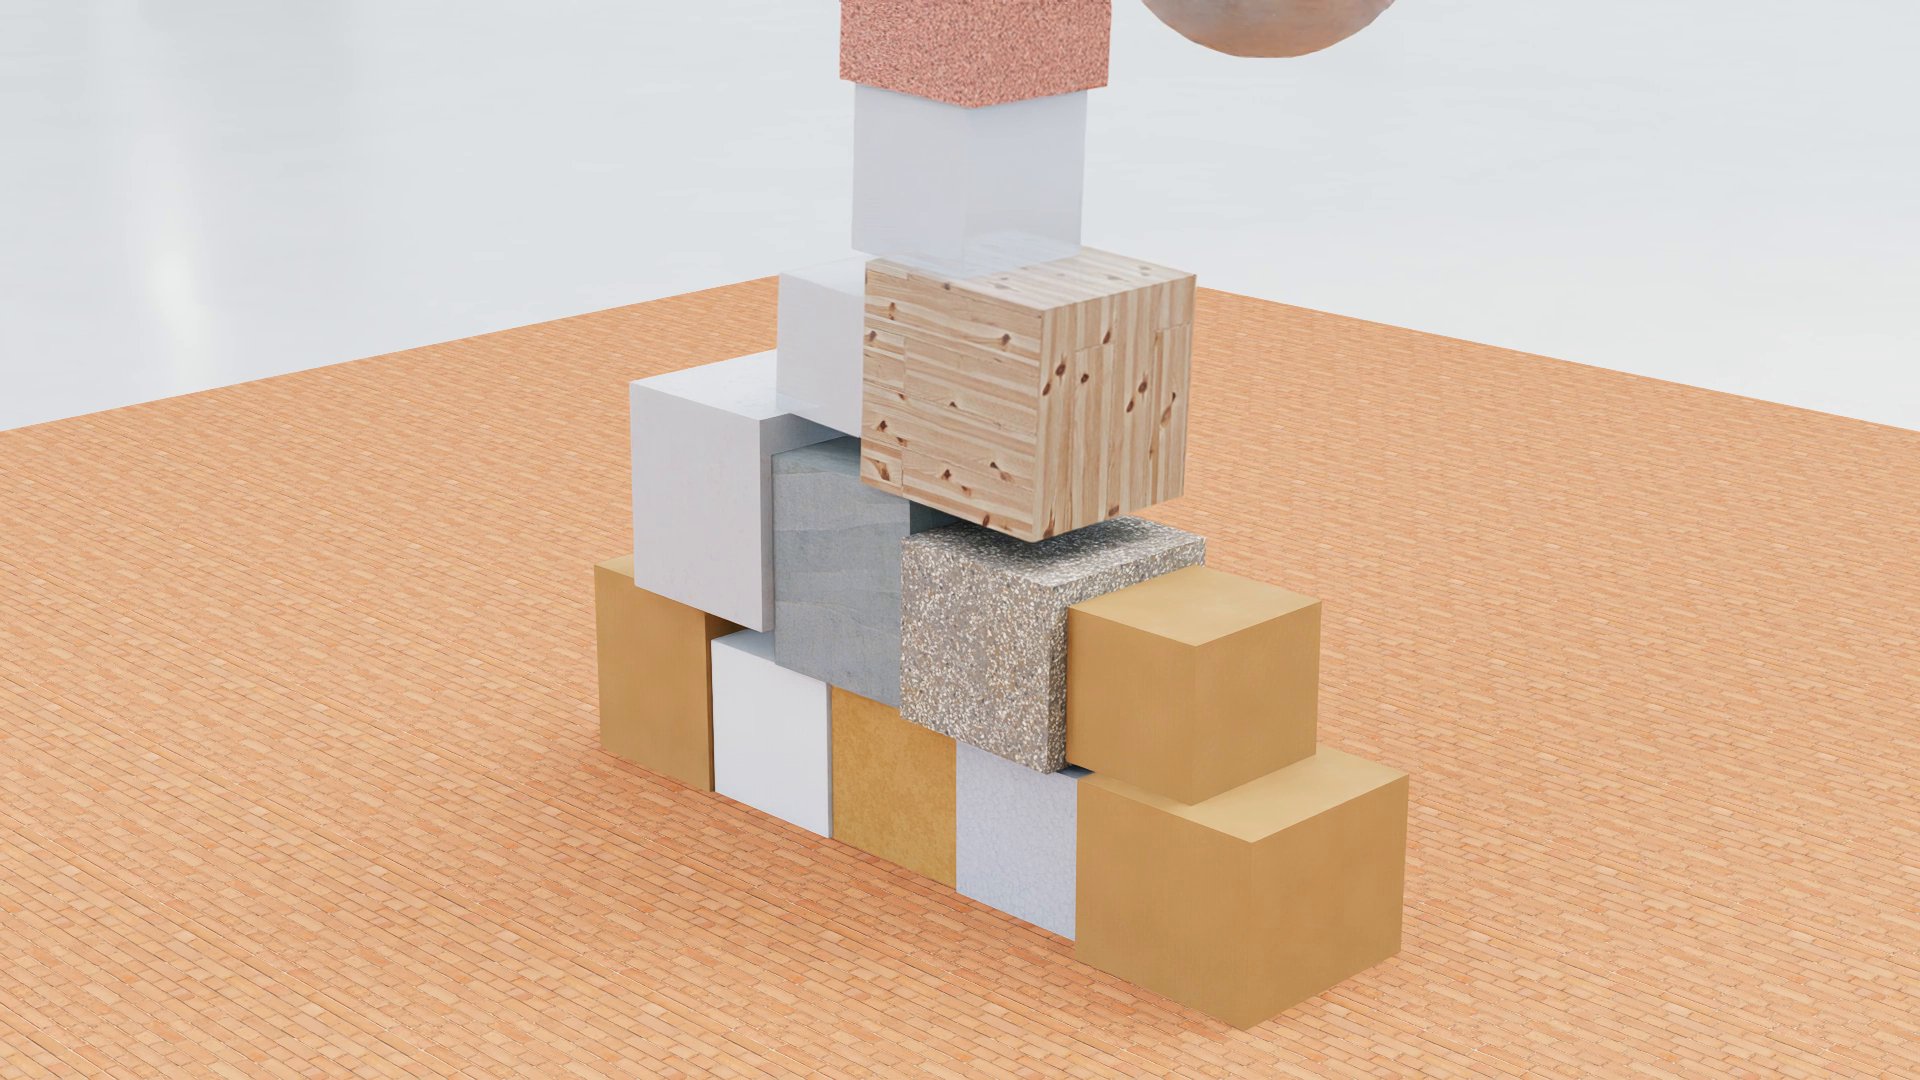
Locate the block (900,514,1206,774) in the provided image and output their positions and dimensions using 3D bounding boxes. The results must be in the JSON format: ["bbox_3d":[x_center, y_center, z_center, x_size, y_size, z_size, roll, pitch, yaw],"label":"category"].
[{"bbox_3d":[0.408,0.392,13.020,0.994,0.845,0.903,-17,25,-42],"label":"block"}]

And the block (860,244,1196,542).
[{"bbox_3d":[0.289,-0.701,12.833,0.972,1.008,1.053,-17,27,-42],"label":"block"}]

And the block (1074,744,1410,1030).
[{"bbox_3d":[1.200,1.395,12.521,1.044,0.830,0.952,-17,24,-42],"label":"block"}]

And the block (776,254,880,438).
[{"bbox_3d":[-0.344,-0.886,13.453,0.659,0.648,0.744,-17,28,-42],"label":"block"}]

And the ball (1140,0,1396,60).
[{"bbox_3d":[1.467,-3.089,13.908,1.600,1.600,1.600,0,17,0],"label":"ball"}]

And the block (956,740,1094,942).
[{"bbox_3d":[0.550,1.241,13.134,0.764,0.758,0.839,-17,24,-42],"label":"block"}]

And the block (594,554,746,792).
[{"bbox_3d":[-1.226,0.589,14.831,0.866,0.983,0.855,-17,24,-42],"label":"block"}]

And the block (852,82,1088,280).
[{"bbox_3d":[0.038,-1.620,12.780,0.732,0.747,0.691,-17,27,-42],"label":"block"}]

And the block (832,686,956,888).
[{"bbox_3d":[-0.029,1.031,13.722,0.771,0.805,0.842,-17,24,-42],"label":"block"}]

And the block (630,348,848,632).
[{"bbox_3d":[-0.912,-0.264,14.191,0.966,1.029,0.941,-17,25,-42],"label":"block"}]

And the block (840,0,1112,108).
[{"bbox_3d":[0.072,-2.350,12.535,0.832,0.792,0.809,-17,27,-42],"label":"block"}]

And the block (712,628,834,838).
[{"bbox_3d":[-0.640,0.864,14.276,0.772,0.791,0.820,-17,24,-42],"label":"block"}]

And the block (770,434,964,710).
[{"bbox_3d":[-0.240,0.102,13.626,0.865,1.024,0.918,-17,24,-42],"label":"block"}]

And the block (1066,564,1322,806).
[{"bbox_3d":[0.993,0.602,12.496,0.820,0.698,0.709,-17,24,-42],"label":"block"}]
